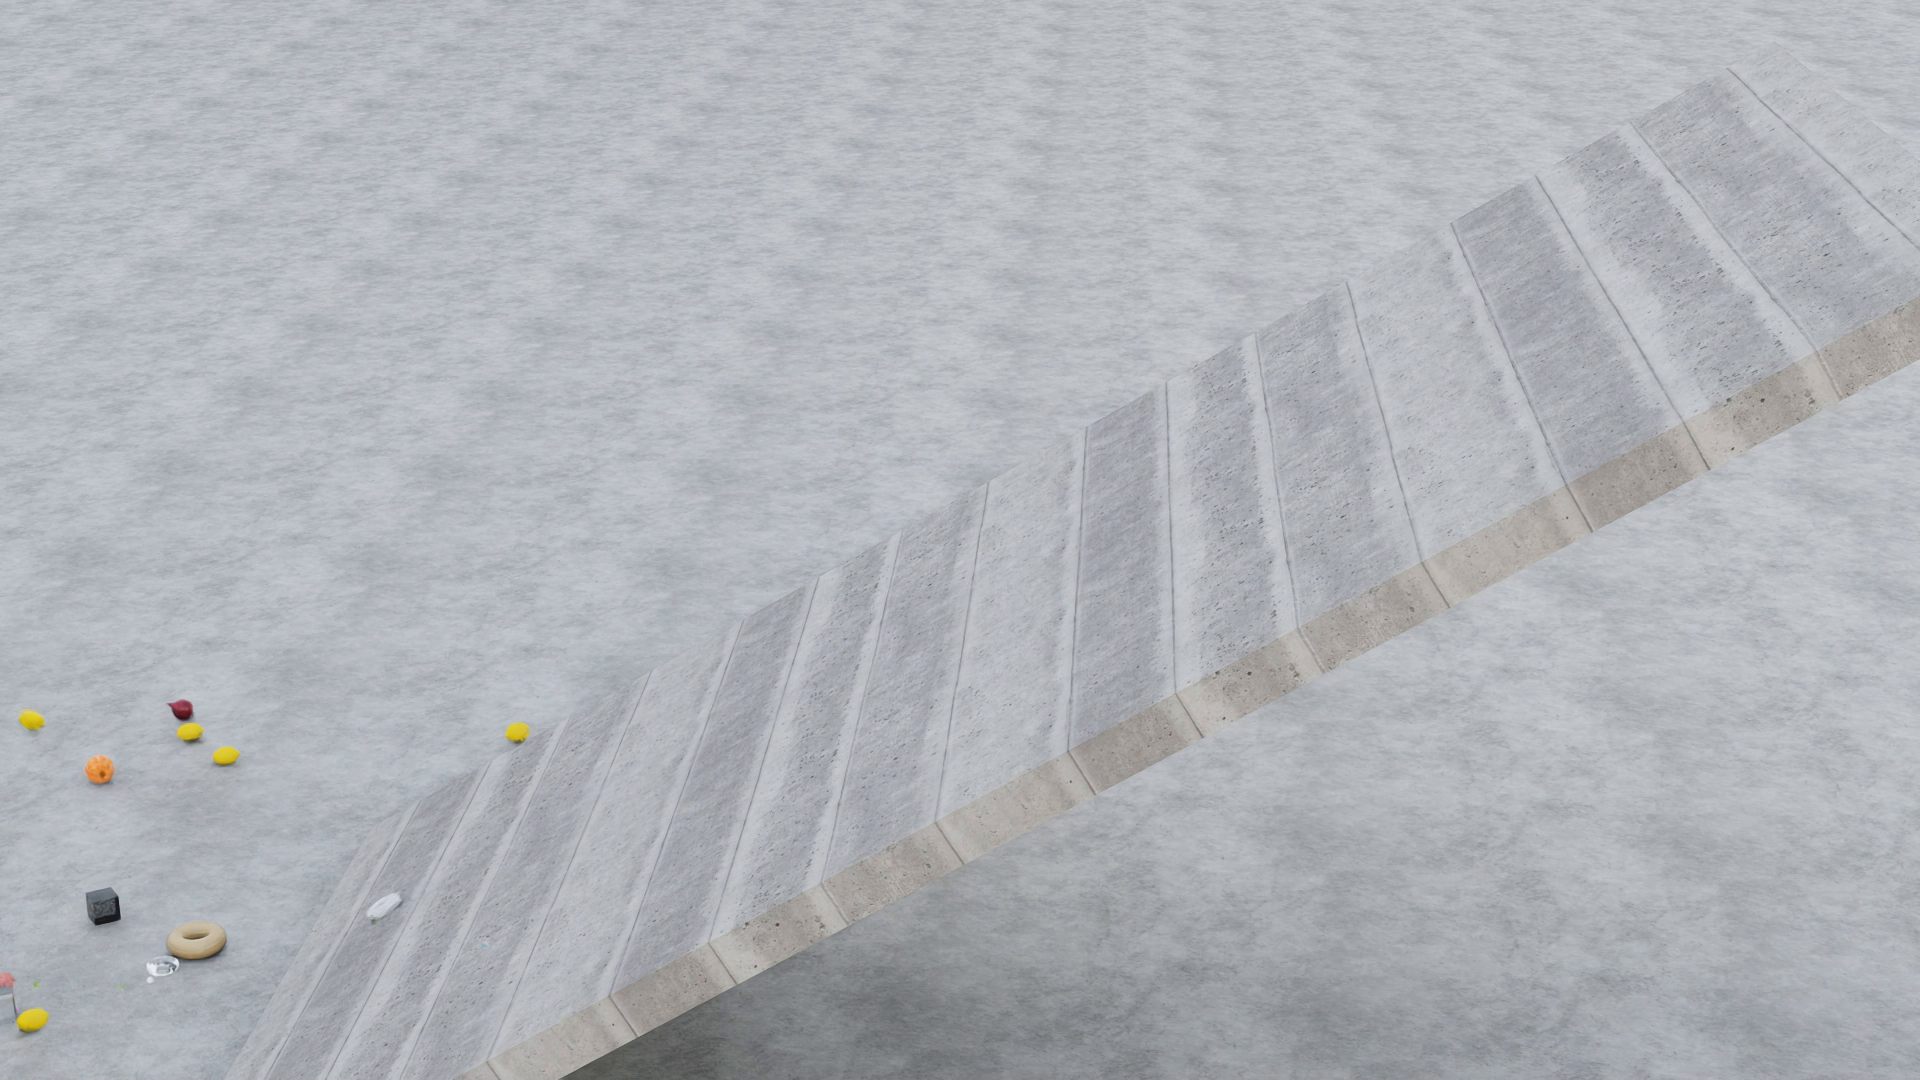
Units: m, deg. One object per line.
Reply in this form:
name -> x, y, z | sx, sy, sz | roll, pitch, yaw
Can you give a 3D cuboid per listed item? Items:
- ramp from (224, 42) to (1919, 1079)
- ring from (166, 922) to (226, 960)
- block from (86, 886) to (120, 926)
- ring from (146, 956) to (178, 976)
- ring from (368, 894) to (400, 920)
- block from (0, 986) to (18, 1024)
ramp -> 0.141, 0.168, 6.288 | 4.000, 0.100, 2.000 | -29, 15, 13
ring -> -1.865, 0.978, 7.186 | 0.145, 0.048, 0.145 | 0, 20, 0
block -> -2.139, 0.915, 7.342 | 0.064, 0.064, 0.064 | -12, 22, -30
ring -> -1.921, 1.025, 7.084 | 0.077, 0.026, 0.077 | 0, 20, 0
ring -> -1.344, 0.857, 6.864 | 0.085, 0.028, 0.085 | -31, 13, 8
block -> -2.236, 1.086, 6.852 | 0.063, 0.063, 0.063 | -8, 21, -23
